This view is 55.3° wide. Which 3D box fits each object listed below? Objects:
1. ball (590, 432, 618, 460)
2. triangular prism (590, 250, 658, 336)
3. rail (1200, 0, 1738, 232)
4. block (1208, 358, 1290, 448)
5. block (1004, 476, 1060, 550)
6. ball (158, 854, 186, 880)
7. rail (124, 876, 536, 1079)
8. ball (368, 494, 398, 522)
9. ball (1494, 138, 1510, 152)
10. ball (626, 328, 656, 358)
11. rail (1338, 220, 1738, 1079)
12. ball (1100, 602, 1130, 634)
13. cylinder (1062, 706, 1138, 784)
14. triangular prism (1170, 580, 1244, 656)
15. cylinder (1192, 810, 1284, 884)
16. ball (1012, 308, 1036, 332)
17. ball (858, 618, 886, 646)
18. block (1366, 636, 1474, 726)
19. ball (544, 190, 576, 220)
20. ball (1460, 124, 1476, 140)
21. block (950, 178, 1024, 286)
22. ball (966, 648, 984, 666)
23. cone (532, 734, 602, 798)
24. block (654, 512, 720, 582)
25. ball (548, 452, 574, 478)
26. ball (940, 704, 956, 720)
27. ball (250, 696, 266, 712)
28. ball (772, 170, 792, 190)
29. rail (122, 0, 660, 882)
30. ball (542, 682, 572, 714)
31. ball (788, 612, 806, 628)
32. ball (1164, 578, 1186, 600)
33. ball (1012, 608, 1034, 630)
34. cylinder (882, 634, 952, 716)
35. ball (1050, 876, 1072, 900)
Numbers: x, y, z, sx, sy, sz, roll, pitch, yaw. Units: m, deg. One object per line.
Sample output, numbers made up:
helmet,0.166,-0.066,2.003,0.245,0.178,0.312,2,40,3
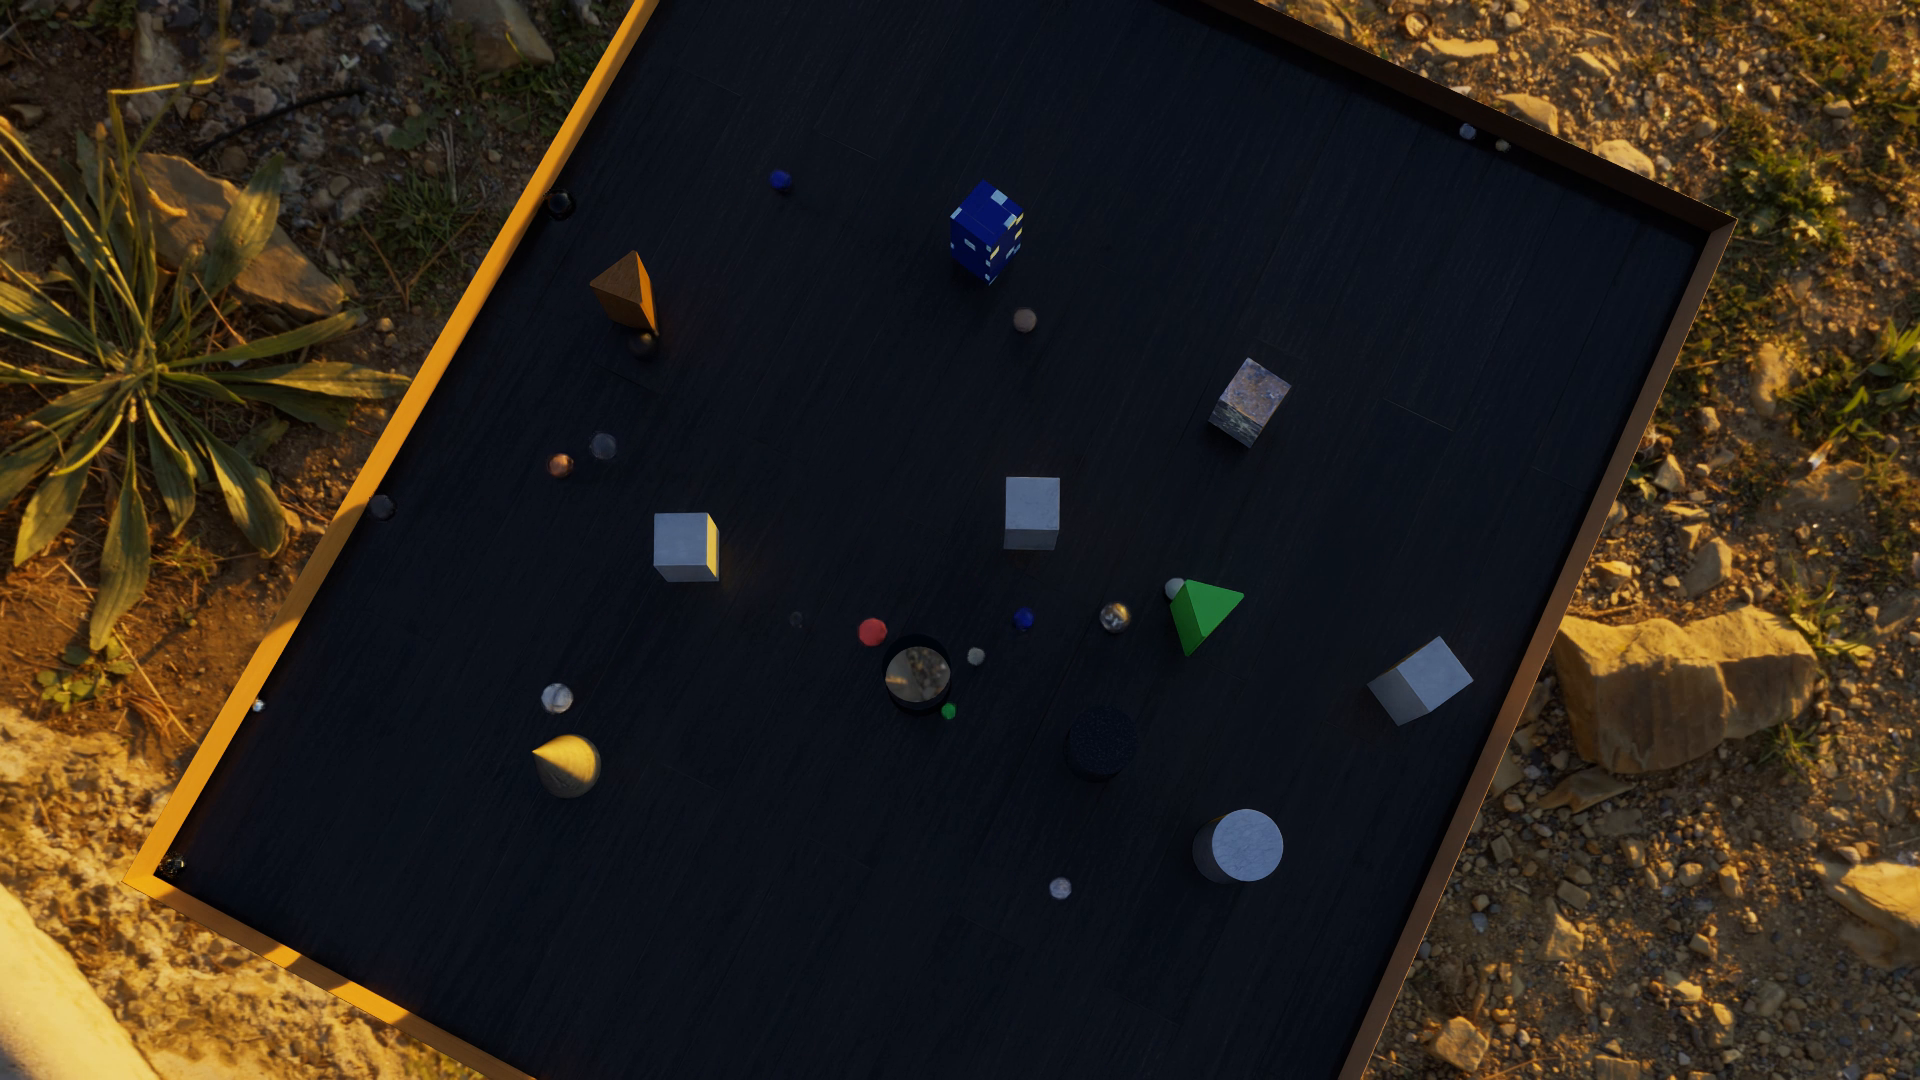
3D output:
ball,-1.093,-0.287,5.633,0.085,0.085,0.085,0,78,0
triangular prism,-0.998,-0.767,5.615,0.168,0.313,0.146,21,79,4
rail,0.878,-1.713,5.906,3.422,0.126,0.045,26,80,5
block,0.879,-0.415,5.575,0.156,0.250,0.156,34,80,7
block,0.211,-0.077,5.481,0.156,0.297,0.156,1,78,0
ball,-2.314,0.959,5.381,0.073,0.073,0.073,0,78,0
rail,-0.878,1.727,5.194,3.422,0.126,0.045,26,80,5
ball,-1.762,-0.099,5.594,0.085,0.085,0.085,0,78,0
ball,1.731,-1.263,5.855,0.044,0.044,0.044,0,78,0
ball,-0.990,-0.612,5.696,0.092,0.092,0.092,0,78,0
rail,1.509,0.746,5.397,0.045,0.126,3.975,26,80,5
ball,0.468,0.235,5.521,0.092,0.092,0.092,0,78,0
cylinder,0.404,0.596,5.322,0.194,0.336,0.194,0,78,0
triangular prism,0.692,0.204,5.372,0.146,0.395,0.168,44,82,8
cylinder,0.785,0.877,5.213,0.194,0.434,0.194,0,78,0
ball,0.202,-0.685,5.720,0.075,0.075,0.075,0,78,0
ball,-0.263,0.277,5.515,0.086,0.086,0.086,0,78,0
block,1.334,0.415,5.335,0.156,0.382,0.156,-34,80,-7
ball,-1.264,-1.057,5.786,0.097,0.097,0.097,0,78,0
ball,1.623,-1.308,5.862,0.050,0.050,0.050,0,78,0
block,0.080,-0.944,5.641,0.156,0.335,0.156,38,81,7
ball,0.048,0.352,5.517,0.053,0.053,0.053,0,78,0
cone,-1.169,0.626,5.240,0.194,0.485,0.194,0,78,0
block,-0.815,0.024,5.477,0.156,0.264,0.156,-1,78,0
ball,-1.226,-0.228,5.623,0.079,0.079,0.079,0,78,0
ball,-0.035,0.514,5.485,0.049,0.049,0.049,0,78,0
ball,-2.103,0.492,5.491,0.046,0.046,0.046,0,78,0
ball,-0.567,-1.142,5.820,0.064,0.064,0.064,0,78,0
rail,-1.509,-0.732,5.703,0.045,0.126,3.975,26,80,5
ball,-1.202,0.472,5.473,0.090,0.090,0.090,0,78,0
ball,-0.492,0.240,5.541,0.051,0.051,0.051,0,78,0
ball,0.656,0.150,5.549,0.072,0.072,0.072,0,78,0
ball,0.190,0.240,5.532,0.068,0.068,0.068,0,78,0
cylinder,-0.123,0.398,5.347,0.194,0.366,0.194,0,78,0
ball,0.295,1.020,5.372,0.065,0.065,0.065,0,78,0
